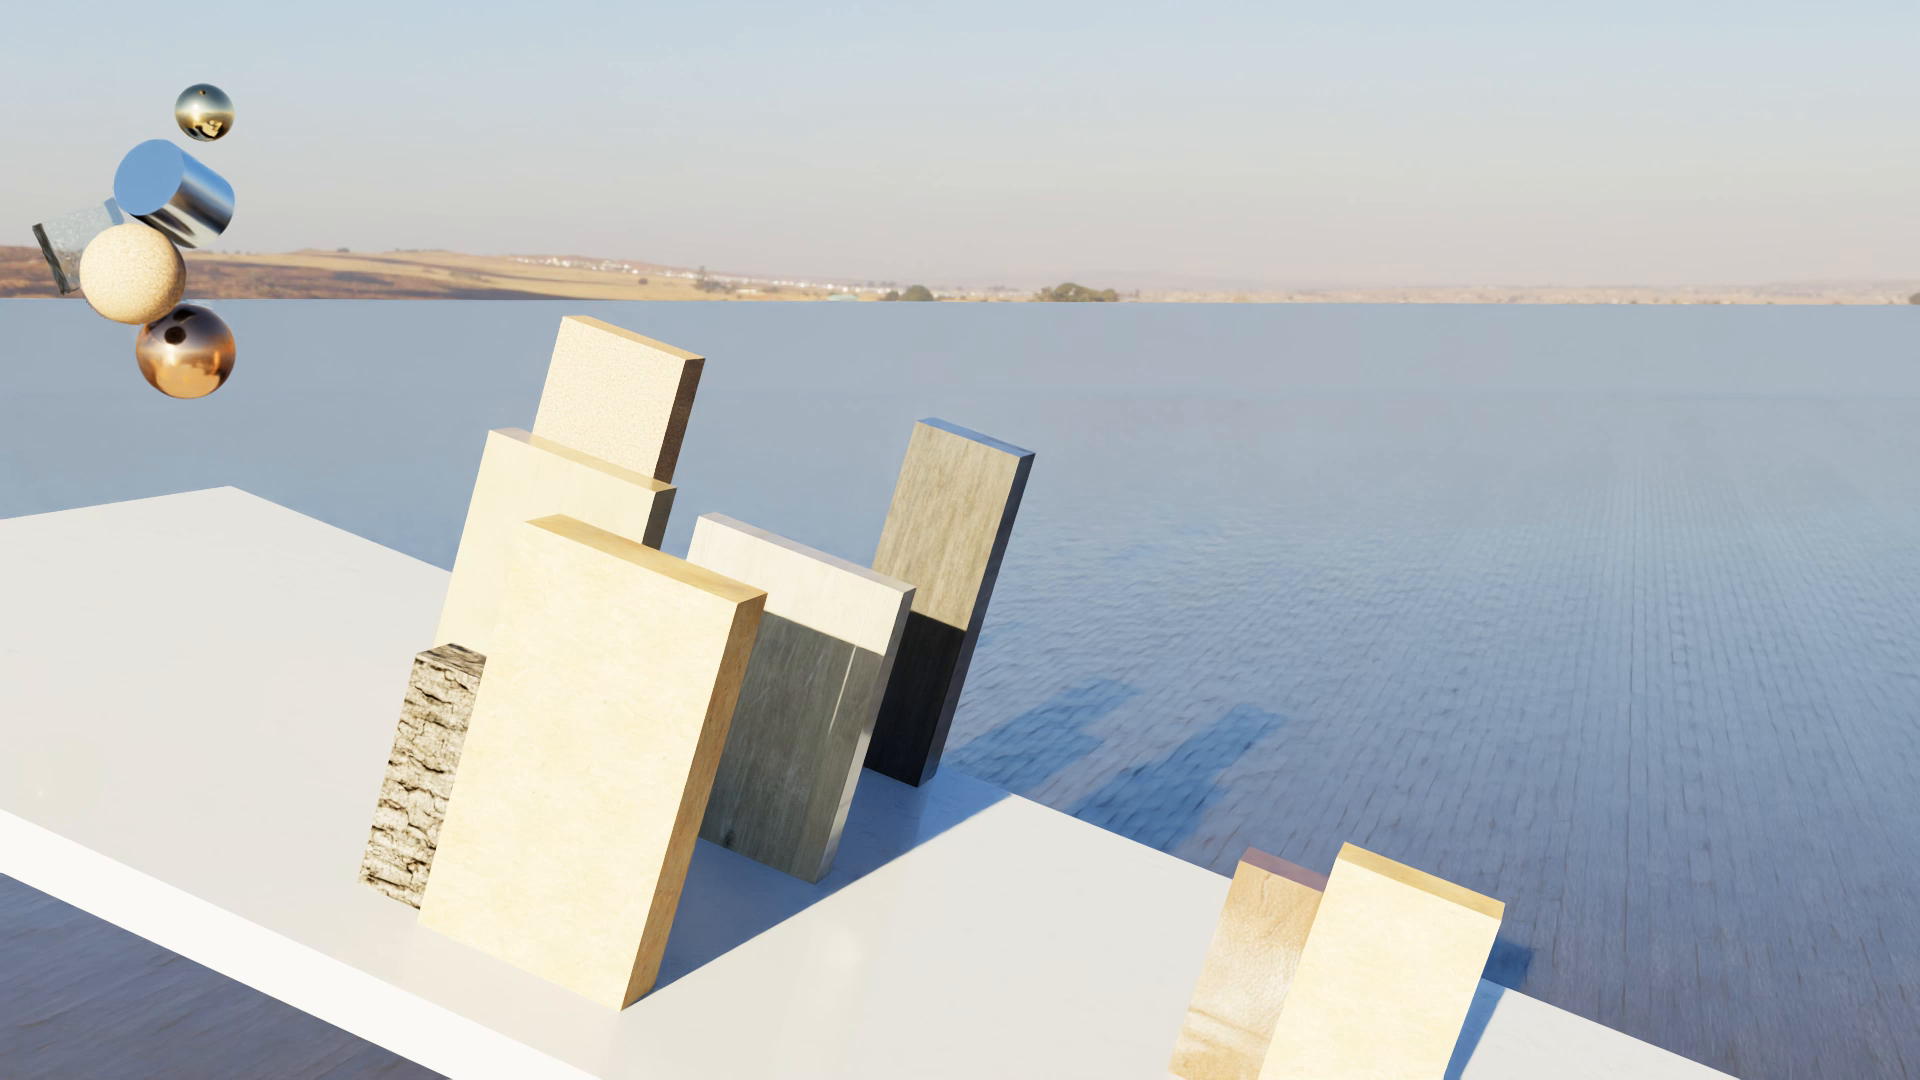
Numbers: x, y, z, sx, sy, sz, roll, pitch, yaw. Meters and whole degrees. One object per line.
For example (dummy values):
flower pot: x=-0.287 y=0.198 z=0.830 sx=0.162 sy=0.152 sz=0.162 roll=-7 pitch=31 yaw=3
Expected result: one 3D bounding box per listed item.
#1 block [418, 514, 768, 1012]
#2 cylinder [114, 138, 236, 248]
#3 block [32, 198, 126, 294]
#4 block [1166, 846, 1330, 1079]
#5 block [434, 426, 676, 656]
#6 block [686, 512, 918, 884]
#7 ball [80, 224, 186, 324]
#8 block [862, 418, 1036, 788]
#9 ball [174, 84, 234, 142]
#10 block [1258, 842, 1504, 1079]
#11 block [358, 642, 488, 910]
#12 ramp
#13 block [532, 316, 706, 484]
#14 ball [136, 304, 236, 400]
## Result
block: x=-0.589 y=0.350 z=3.500 sx=0.375 sy=0.692 sz=0.125 roll=20 pitch=12 yaw=14
cylinder: x=-1.703 y=-0.750 z=4.769 sx=0.178 sy=0.178 sz=0.178 roll=2 pitch=-15 yaw=19
block: x=-1.902 y=-0.643 z=4.800 sx=0.156 sy=0.156 sz=0.156 roll=-21 pitch=16 yaw=-7
block: x=0.594 y=0.794 z=3.832 sx=0.344 sy=0.409 sz=0.100 roll=20 pitch=12 yaw=14
block: x=-0.864 y=0.093 z=4.632 sx=0.393 sy=0.559 sz=0.107 roll=20 pitch=12 yaw=14
block: x=-0.377 y=0.303 z=4.246 sx=0.432 sy=0.602 sz=0.081 roll=20 pitch=12 yaw=14
ball: x=-1.709 y=-0.549 z=4.547 sx=0.208 sy=0.208 sz=0.208 roll=0 pitch=7 yaw=0
block: x=-0.077 y=0.140 z=4.968 sx=0.251 sy=0.789 sz=0.132 roll=20 pitch=12 yaw=14
ball: x=-1.627 y=-0.920 z=4.736 sx=0.123 sy=0.123 sz=0.123 roll=0 pitch=7 yaw=0
block: x=0.672 y=0.800 z=3.618 sx=0.274 sy=0.529 sz=0.105 roll=20 pitch=12 yaw=14
block: x=-0.780 y=0.419 z=3.608 sx=0.306 sy=0.409 sz=0.115 roll=20 pitch=12 yaw=14
ramp: x=-0.361 y=0.687 z=4.229 sx=4.000 sy=0.100 sz=2.000 roll=20 pitch=12 yaw=14
block: x=-0.832 y=-0.082 z=4.940 sx=0.306 sy=0.782 sz=0.110 roll=20 pitch=12 yaw=14
ball: x=-1.692 y=-0.412 z=4.808 sx=0.208 sy=0.208 sz=0.208 roll=0 pitch=7 yaw=0
